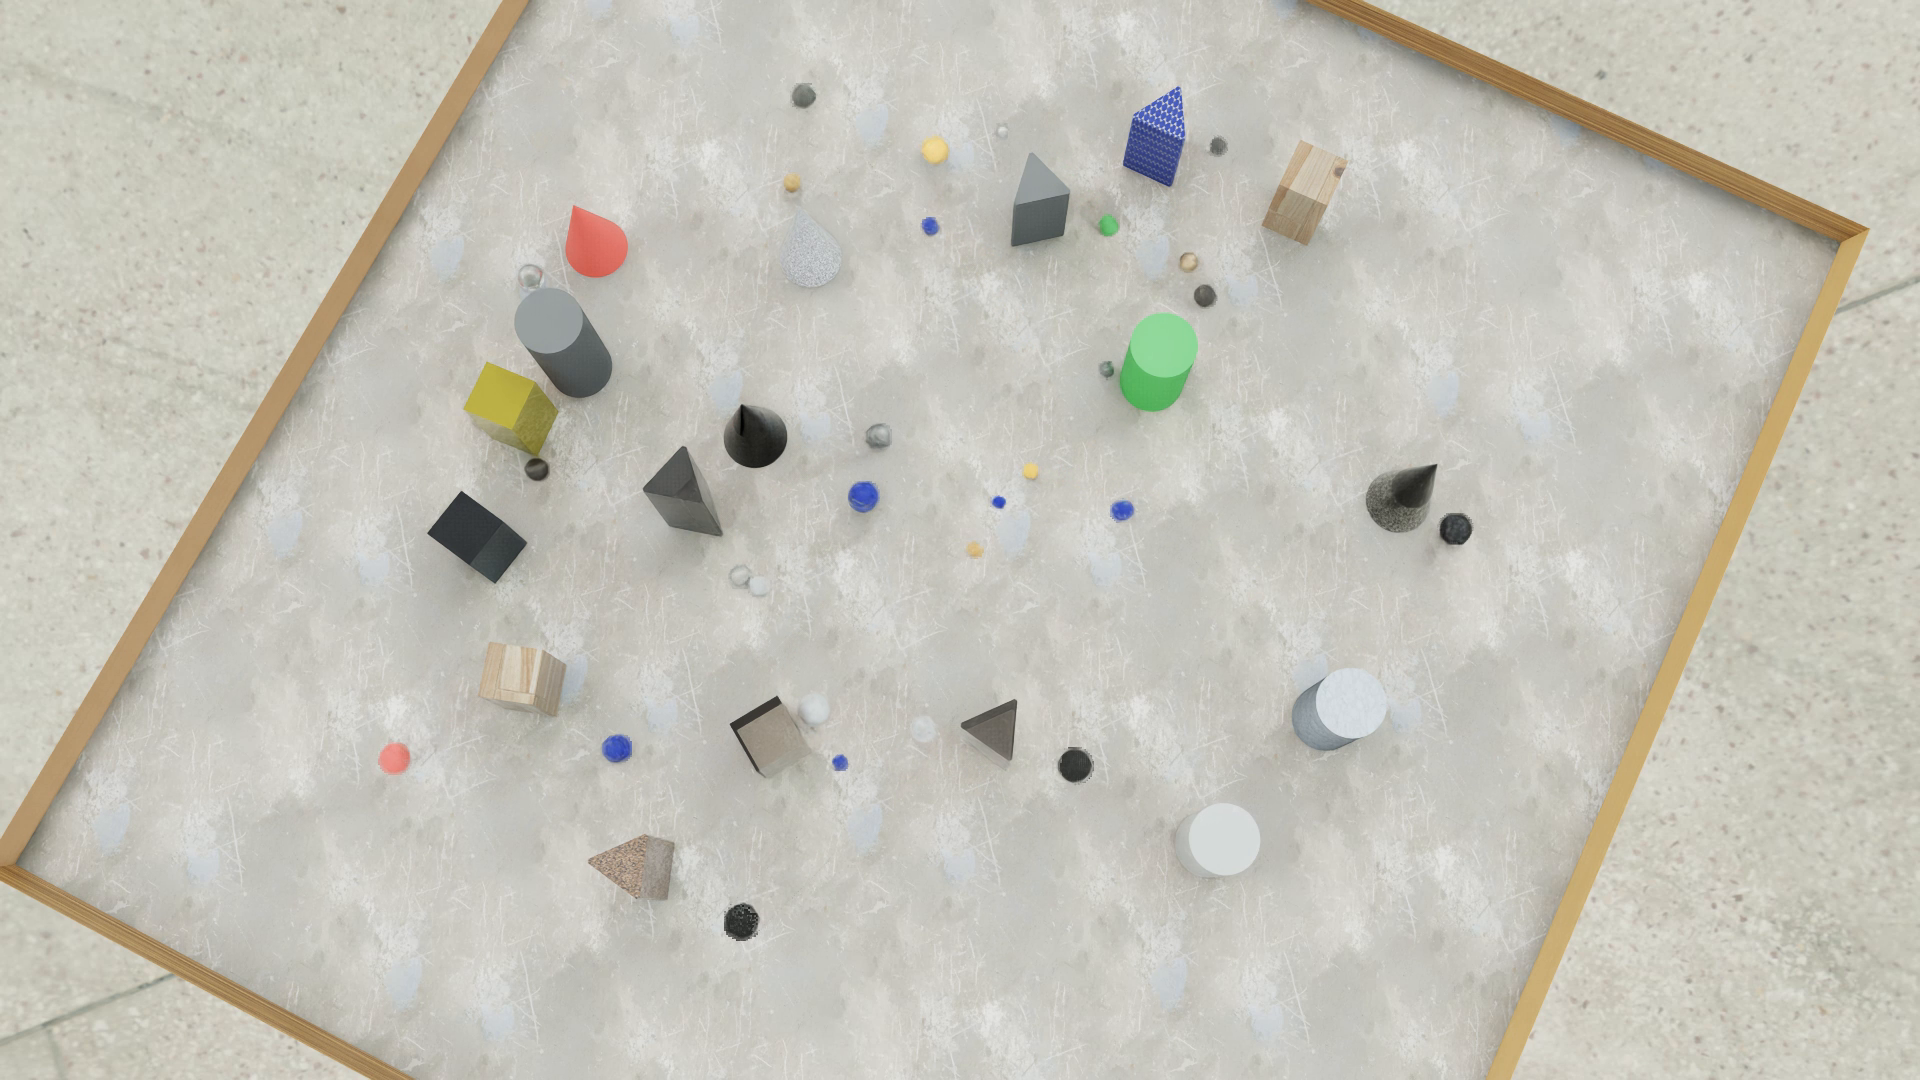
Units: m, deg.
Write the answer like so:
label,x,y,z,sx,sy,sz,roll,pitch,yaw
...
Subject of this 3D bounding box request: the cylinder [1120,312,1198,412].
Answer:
label,x,y,z,sx,sy,sz,roll,pitch,yaw
cylinder,0.597,-0.533,5.540,0.198,0.366,0.198,0,78,0

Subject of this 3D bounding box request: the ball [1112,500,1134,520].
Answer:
label,x,y,z,sx,sy,sz,roll,pitch,yaw
ball,0.498,-0.091,5.602,0.066,0.066,0.066,0,78,0

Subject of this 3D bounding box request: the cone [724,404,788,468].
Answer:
label,x,y,z,sx,sy,sz,roll,pitch,yaw
cone,-0.634,-0.357,5.498,0.198,0.377,0.198,0,78,0

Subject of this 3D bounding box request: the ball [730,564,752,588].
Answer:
label,x,y,z,sx,sy,sz,roll,pitch,yaw
ball,-0.665,0.109,5.559,0.069,0.069,0.069,0,78,0

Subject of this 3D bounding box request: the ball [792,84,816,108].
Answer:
label,x,y,z,sx,sy,sz,roll,pitch,yaw
ball,-0.500,-1.422,5.872,0.076,0.076,0.076,0,78,0

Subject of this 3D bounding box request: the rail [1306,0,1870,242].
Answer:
label,x,y,z,sx,sy,sz,roll,pitch,yaw
rail,0.947,-1.847,5.932,4.177,0.129,0.045,26,80,5

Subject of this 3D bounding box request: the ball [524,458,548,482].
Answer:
label,x,y,z,sx,sy,sz,roll,pitch,yaw
ball,-1.300,-0.216,5.625,0.071,0.071,0.071,0,78,0

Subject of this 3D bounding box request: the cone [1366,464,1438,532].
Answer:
label,x,y,z,sx,sy,sz,roll,pitch,yaw
cone,1.349,-0.167,5.407,0.198,0.479,0.198,0,78,0

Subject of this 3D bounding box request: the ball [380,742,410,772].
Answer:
label,x,y,z,sx,sy,sz,roll,pitch,yaw
ball,-1.676,0.646,5.439,0.087,0.087,0.087,0,78,0

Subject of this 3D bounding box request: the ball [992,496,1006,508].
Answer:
label,x,y,z,sx,sy,sz,roll,pitch,yaw
ball,0.120,-0.116,5.620,0.041,0.041,0.041,0,78,0

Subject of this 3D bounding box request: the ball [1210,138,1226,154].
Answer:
label,x,y,z,sx,sy,sz,roll,pitch,yaw
ball,0.822,-1.257,5.850,0.053,0.053,0.053,0,78,0

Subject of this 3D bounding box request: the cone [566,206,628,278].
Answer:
label,x,y,z,sx,sy,sz,roll,pitch,yaw
cone,-1.152,-0.962,5.633,0.198,0.358,0.198,0,78,0

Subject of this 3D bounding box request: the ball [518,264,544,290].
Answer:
label,x,y,z,sx,sy,sz,roll,pitch,yaw
ball,-1.345,-0.824,5.745,0.083,0.083,0.083,0,78,0

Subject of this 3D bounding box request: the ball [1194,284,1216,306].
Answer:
label,x,y,z,sx,sy,sz,roll,pitch,yaw
ball,0.766,-0.766,5.740,0.068,0.068,0.068,0,78,0

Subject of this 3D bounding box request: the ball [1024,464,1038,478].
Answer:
label,x,y,z,sx,sy,sz,roll,pitch,yaw
ball,0.219,-0.213,5.637,0.047,0.047,0.047,0,78,0

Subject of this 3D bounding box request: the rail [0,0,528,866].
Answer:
label,x,y,z,sx,sy,sz,roll,pitch,yaw
rail,-1.847,-0.897,5.736,0.045,0.129,4.281,26,80,5

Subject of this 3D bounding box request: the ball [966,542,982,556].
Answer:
label,x,y,z,sx,sy,sz,roll,pitch,yaw
ball,0.042,0.026,5.588,0.046,0.046,0.046,0,78,0

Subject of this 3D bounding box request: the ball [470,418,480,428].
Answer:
label,x,y,z,sx,sy,sz,roll,pitch,yaw
ball,-1.473,-0.383,5.655,0.080,0.080,0.080,0,78,0

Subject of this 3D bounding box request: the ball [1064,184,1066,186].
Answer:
label,x,y,z,sx,sy,sz,roll,pitch,yaw
ball,0.300,-1.094,5.799,0.087,0.087,0.087,0,78,0

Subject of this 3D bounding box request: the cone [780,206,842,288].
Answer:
label,x,y,z,sx,sy,sz,roll,pitch,yaw
cone,-0.473,-0.938,5.590,0.198,0.433,0.198,0,78,0

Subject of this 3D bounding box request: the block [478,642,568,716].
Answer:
label,x,y,z,sx,sy,sz,roll,pitch,yaw
block,-1.278,0.411,5.369,0.159,0.319,0.159,8,78,2

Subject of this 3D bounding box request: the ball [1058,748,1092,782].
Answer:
label,x,y,z,sx,sy,sz,roll,pitch,yaw
ball,0.340,0.668,5.428,0.098,0.098,0.098,0,78,0

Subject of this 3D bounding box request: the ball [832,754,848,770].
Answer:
label,x,y,z,sx,sy,sz,roll,pitch,yaw
ball,-0.358,0.660,5.457,0.046,0.046,0.046,0,78,0

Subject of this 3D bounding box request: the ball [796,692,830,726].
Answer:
label,x,y,z,sx,sy,sz,roll,pitch,yaw
ball,-0.438,0.504,5.463,0.097,0.097,0.097,0,78,0

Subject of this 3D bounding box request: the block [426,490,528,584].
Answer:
label,x,y,z,sx,sy,sz,roll,pitch,yaw
block,-1.435,-0.005,5.463,0.159,0.304,0.159,35,80,7

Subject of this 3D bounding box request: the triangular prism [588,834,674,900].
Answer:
label,x,y,z,sx,sy,sz,roll,pitch,yaw
triangular prism,-0.892,0.905,5.184,0.172,0.480,0.149,35,80,7

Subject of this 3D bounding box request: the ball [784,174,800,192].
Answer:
label,x,y,z,sx,sy,sz,roll,pitch,yaw
ball,-0.533,-1.134,5.824,0.054,0.054,0.054,0,78,0

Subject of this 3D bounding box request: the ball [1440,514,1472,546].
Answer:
label,x,y,z,sx,sy,sz,roll,pitch,yaw
ball,1.507,-0.032,5.574,0.096,0.096,0.096,0,78,0

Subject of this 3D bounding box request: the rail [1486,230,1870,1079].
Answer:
label,x,y,z,sx,sy,sz,roll,pitch,yaw
rail,1.847,0.911,5.361,0.045,0.129,4.281,26,80,5

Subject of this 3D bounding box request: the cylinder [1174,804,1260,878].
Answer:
label,x,y,z,sx,sy,sz,roll,pitch,yaw
cylinder,0.735,0.866,5.261,0.198,0.345,0.198,0,78,0

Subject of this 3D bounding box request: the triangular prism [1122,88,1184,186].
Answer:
label,x,y,z,sx,sy,sz,roll,pitch,yaw
triangular prism,0.630,-1.267,5.696,0.172,0.358,0.149,26,80,5

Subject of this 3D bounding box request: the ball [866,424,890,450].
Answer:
label,x,y,z,sx,sy,sz,roll,pitch,yaw
ball,-0.252,-0.318,5.643,0.078,0.078,0.078,0,78,0

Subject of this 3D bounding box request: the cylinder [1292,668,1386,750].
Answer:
label,x,y,z,sx,sy,sz,roll,pitch,yaw
cylinder,1.095,0.495,5.316,0.198,0.389,0.198,0,78,0

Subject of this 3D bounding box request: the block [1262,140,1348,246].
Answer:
label,x,y,z,sx,sy,sz,roll,pitch,yaw
block,1.063,-1.070,5.667,0.159,0.335,0.159,25,79,5

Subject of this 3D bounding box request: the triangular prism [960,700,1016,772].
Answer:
label,x,y,z,sx,sy,sz,roll,pitch,yaw
triangular prism,0.114,0.545,5.304,0.172,0.392,0.149,35,80,7

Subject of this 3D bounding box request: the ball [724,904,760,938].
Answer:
label,x,y,z,sx,sy,sz,roll,pitch,yaw
ball,-0.635,1.108,5.337,0.099,0.099,0.099,0,78,0

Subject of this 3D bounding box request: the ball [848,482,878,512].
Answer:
label,x,y,z,sx,sy,sz,roll,pitch,yaw
ball,-0.296,-0.131,5.596,0.094,0.094,0.094,0,78,0

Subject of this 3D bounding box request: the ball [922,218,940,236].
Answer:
label,x,y,z,sx,sy,sz,roll,pitch,yaw
ball,-0.092,-0.989,5.794,0.053,0.053,0.053,0,78,0

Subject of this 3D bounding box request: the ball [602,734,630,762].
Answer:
label,x,y,z,sx,sy,sz,roll,pitch,yaw
ball,-1.022,0.619,5.446,0.084,0.084,0.084,0,78,0

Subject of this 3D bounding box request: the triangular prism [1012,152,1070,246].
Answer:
label,x,y,z,sx,sy,sz,roll,pitch,yaw
triangular prism,0.230,-1.058,5.658,0.172,0.348,0.149,-13,79,-3

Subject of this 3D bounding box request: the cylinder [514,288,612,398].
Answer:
label,x,y,z,sx,sy,sz,roll,pitch,yaw
cylinder,-1.186,-0.586,5.504,0.198,0.457,0.198,0,78,0

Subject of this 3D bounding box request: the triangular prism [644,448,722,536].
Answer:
label,x,y,z,sx,sy,sz,roll,pitch,yaw
triangular prism,-0.797,-0.148,5.408,0.172,0.468,0.149,11,79,2

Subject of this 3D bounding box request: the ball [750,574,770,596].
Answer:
label,x,y,z,sx,sy,sz,roll,pitch,yaw
ball,-0.605,0.137,5.552,0.064,0.064,0.064,0,78,0

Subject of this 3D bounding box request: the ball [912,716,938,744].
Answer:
label,x,y,z,sx,sy,sz,roll,pitch,yaw
ball,-0.105,0.566,5.460,0.078,0.078,0.078,0,78,0

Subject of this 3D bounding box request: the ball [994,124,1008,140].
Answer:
label,x,y,z,sx,sy,sz,roll,pitch,yaw
ball,0.134,-1.305,5.863,0.046,0.046,0.046,0,78,0

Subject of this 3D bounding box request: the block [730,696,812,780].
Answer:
label,x,y,z,sx,sy,sz,roll,pitch,yaw
block,-0.549,0.579,5.354,0.159,0.279,0.159,-30,80,-6

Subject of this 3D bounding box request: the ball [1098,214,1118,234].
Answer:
label,x,y,z,sx,sy,sz,roll,pitch,yaw
ball,0.469,-0.998,5.793,0.060,0.060,0.060,0,78,0

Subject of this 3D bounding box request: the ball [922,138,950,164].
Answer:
label,x,y,z,sx,sy,sz,roll,pitch,yaw
ball,-0.077,-1.238,5.830,0.084,0.084,0.084,0,78,0

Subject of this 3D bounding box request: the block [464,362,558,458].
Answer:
label,x,y,z,sx,sy,sz,roll,pitch,yaw
block,-1.351,-0.391,5.532,0.159,0.324,0.159,22,79,5

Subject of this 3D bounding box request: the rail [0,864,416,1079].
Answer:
label,x,y,z,sx,sy,sz,roll,pitch,yaw
rail,-0.947,1.861,5.165,4.177,0.129,0.045,26,80,5

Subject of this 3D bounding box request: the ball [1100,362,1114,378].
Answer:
label,x,y,z,sx,sy,sz,roll,pitch,yaw
ball,0.456,-0.528,5.702,0.047,0.047,0.047,0,78,0

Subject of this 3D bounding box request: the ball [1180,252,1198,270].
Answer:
label,x,y,z,sx,sy,sz,roll,pitch,yaw
ball,0.721,-0.878,5.768,0.059,0.059,0.059,0,78,0
